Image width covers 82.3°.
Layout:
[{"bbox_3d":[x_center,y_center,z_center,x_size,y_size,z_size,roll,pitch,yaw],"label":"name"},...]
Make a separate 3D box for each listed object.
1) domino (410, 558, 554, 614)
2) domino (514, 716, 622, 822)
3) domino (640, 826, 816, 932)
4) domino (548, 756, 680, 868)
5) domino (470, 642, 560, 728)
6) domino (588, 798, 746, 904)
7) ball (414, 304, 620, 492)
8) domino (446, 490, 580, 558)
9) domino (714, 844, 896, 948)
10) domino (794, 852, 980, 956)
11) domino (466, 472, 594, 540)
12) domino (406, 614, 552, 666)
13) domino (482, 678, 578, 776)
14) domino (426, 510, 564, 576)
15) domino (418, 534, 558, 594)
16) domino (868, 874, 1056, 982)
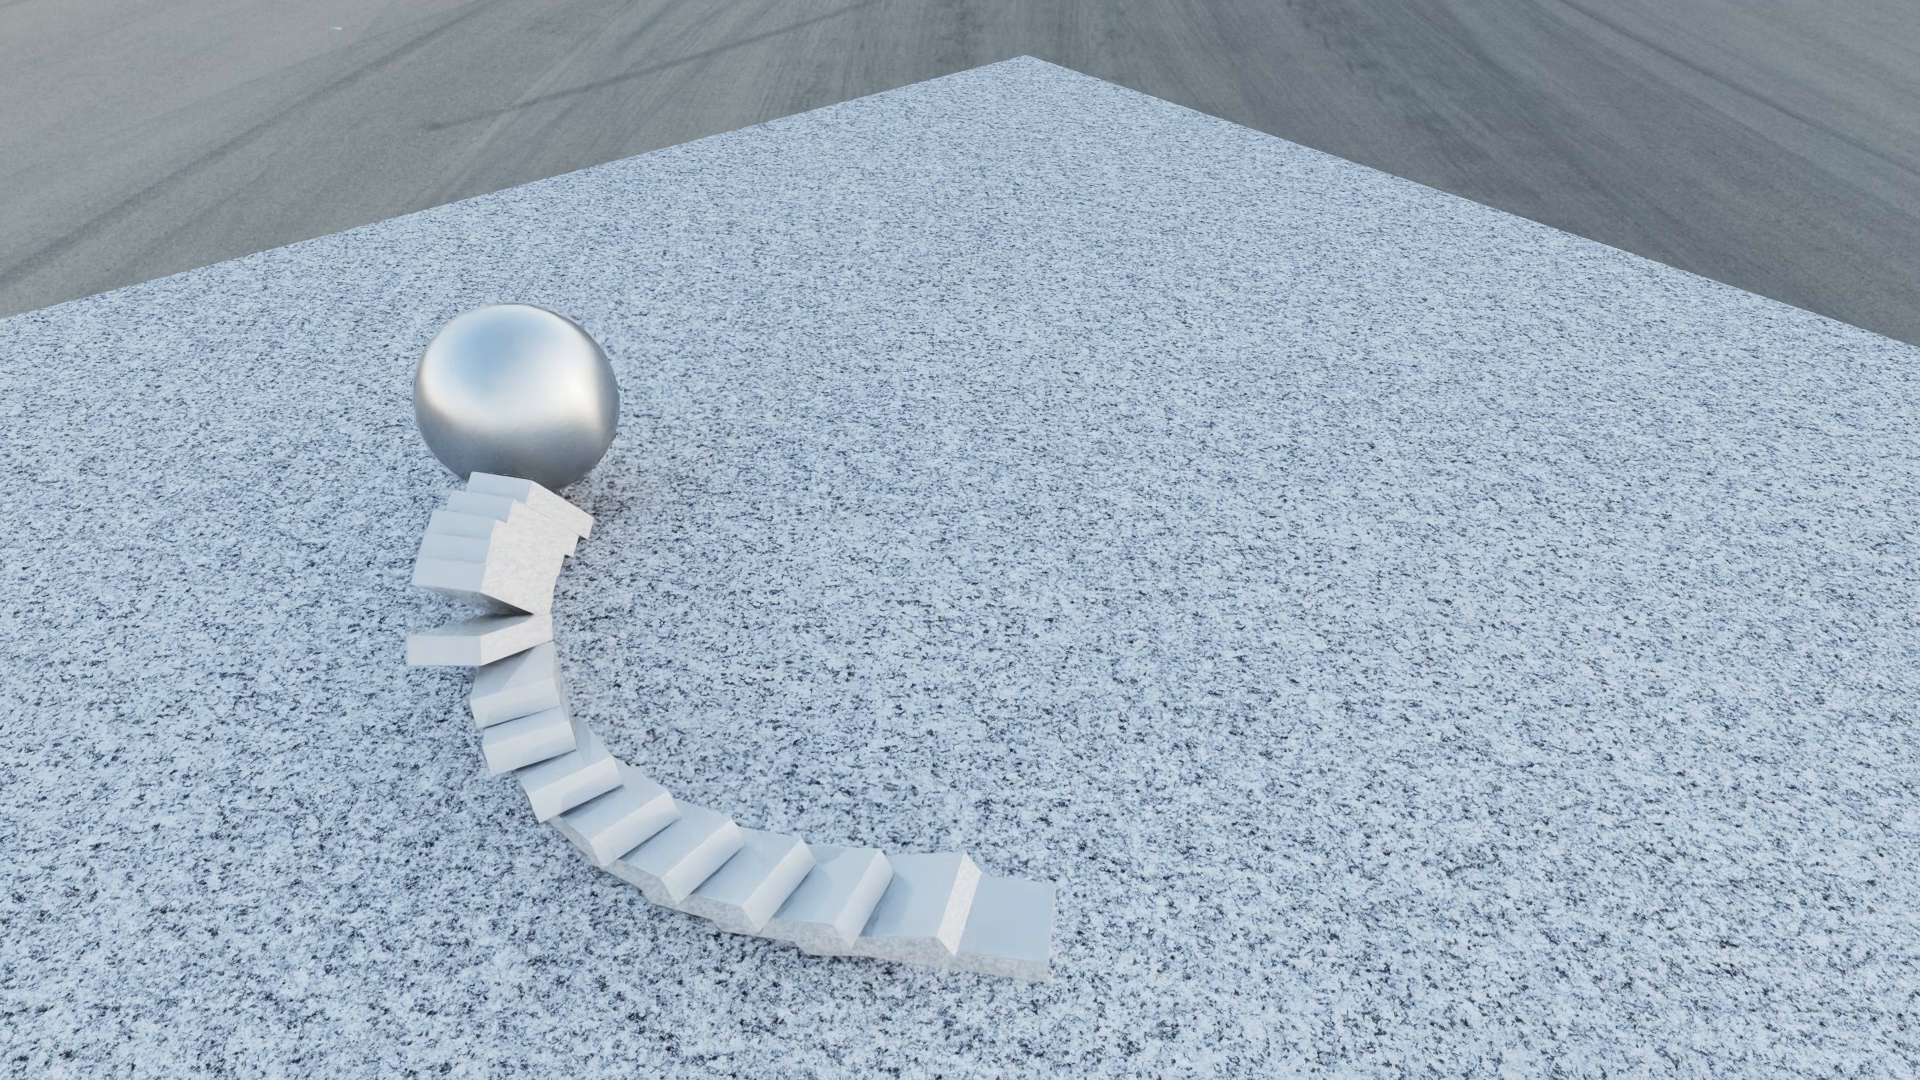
[{"bbox_3d":[-0.169,0.018,0.393,0.025,0.050,0.009,6,76,7],"label":"domino"},{"bbox_3d":[-0.124,0.070,0.341,0.025,0.009,0.050,-23,17,-26],"label":"domino"},{"bbox_3d":[-0.067,0.094,0.312,0.050,0.010,0.025,-4,30,41],"label":"domino"},{"bbox_3d":[-0.107,0.080,0.329,0.025,0.010,0.050,-31,22,-32],"label":"domino"},{"bbox_3d":[-0.148,0.047,0.368,0.025,0.010,0.050,-15,13,-17],"label":"domino"},{"bbox_3d":[-0.087,0.088,0.319,0.050,0.009,0.025,0,30,47],"label":"domino"},{"bbox_3d":[-0.183,-0.058,0.458,0.080,0.080,0.080,0,39,0],"label":"ball"},{"bbox_3d":[-0.170,-0.006,0.422,0.025,0.050,0.009,8,77,10],"label":"domino"},{"bbox_3d":[-0.045,0.098,0.306,0.050,0.010,0.025,-8,31,36],"label":"domino"},{"bbox_3d":[-0.021,0.100,0.302,0.050,0.009,0.025,-13,36,31],"label":"domino"},{"bbox_3d":[-0.167,-0.013,0.430,0.025,0.050,0.009,8,77,10],"label":"domino"},{"bbox_3d":[-0.164,0.034,0.380,0.025,0.010,0.050,0,4,5],"label":"domino"},{"bbox_3d":[-0.138,0.059,0.353,0.025,0.009,0.050,-16,14,-19],"label":"domino"},{"bbox_3d":[-0.173,0.002,0.413,0.025,0.050,0.009,8,77,10],"label":"domino"},{"bbox_3d":[-0.172,0.010,0.403,0.025,0.050,0.009,6,76,8],"label":"domino"},{"bbox_3d":[0.001,0.108,0.312,0.050,0.010,0.025,6,40,7],"label":"domino"}]
